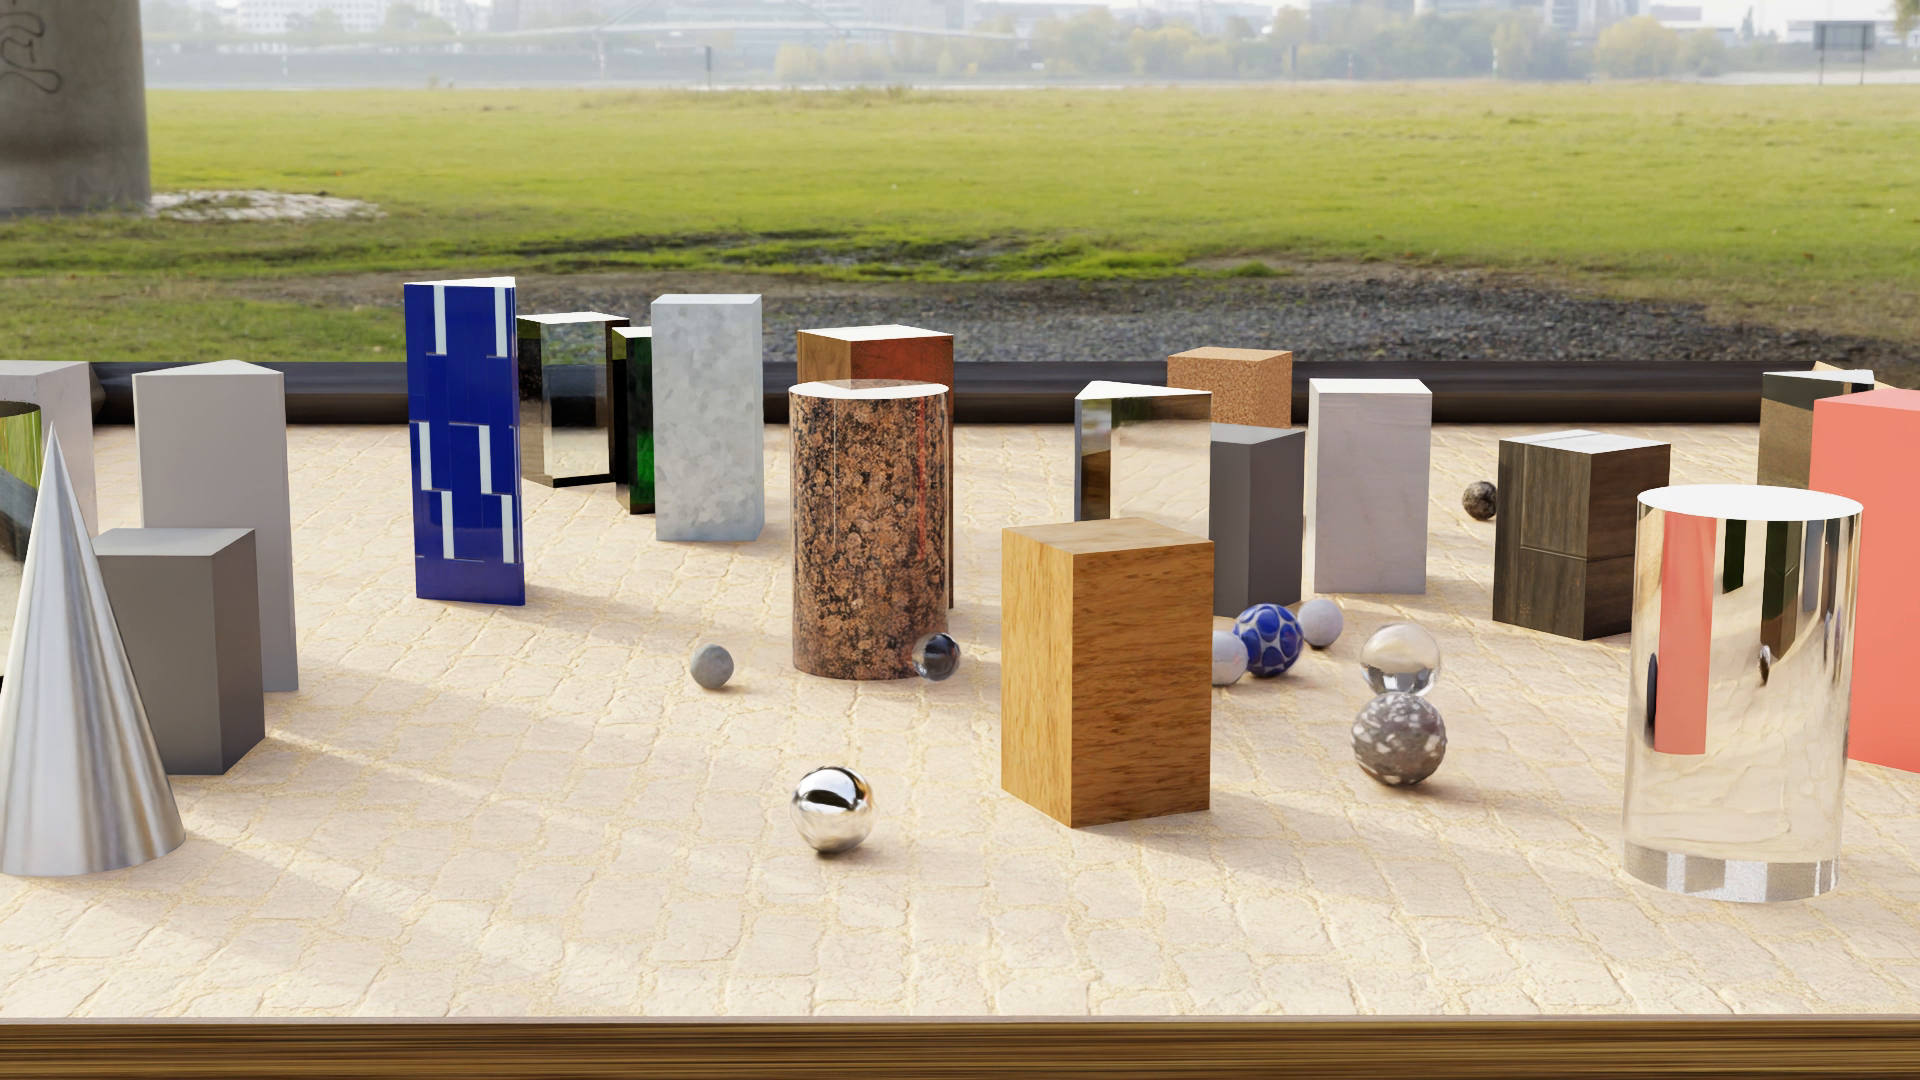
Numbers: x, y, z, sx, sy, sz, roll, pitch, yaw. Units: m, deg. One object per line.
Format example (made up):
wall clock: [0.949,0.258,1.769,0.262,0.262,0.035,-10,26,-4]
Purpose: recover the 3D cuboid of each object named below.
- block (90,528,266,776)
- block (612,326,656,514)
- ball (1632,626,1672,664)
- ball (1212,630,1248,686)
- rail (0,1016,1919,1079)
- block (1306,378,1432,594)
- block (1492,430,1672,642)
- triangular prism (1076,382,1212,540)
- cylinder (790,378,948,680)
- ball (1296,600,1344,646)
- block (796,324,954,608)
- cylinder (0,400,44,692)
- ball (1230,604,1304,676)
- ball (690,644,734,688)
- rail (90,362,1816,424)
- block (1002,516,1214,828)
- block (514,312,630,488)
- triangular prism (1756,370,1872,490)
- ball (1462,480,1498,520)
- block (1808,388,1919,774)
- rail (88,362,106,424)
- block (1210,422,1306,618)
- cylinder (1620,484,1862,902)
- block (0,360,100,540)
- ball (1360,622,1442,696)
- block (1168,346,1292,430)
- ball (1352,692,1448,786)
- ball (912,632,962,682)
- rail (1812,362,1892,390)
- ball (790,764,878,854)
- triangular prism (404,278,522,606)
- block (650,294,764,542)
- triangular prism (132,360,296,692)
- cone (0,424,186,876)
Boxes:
block: [-0.840,0.115,2.716,0.154,0.232,0.154,0,11,1]
block: [-0.486,-0.202,4.259,0.154,0.291,0.154,-3,11,-16]
ball: [0.850,0.129,3.153,0.046,0.046,0.046,0,11,0]
ball: [0.309,0.140,3.038,0.066,0.066,0.066,0,11,0]
rail: [0.010,0.363,1.672,3.530,0.125,0.045,0,11,0]
block: [0.574,-0.078,3.621,0.154,0.281,0.154,1,11,3]
block: [0.813,-0.009,3.360,0.154,0.242,0.154,-8,13,-35]
triangular prism: [0.186,-0.002,3.014,0.167,0.354,0.145,-4,11,-20]
cylinder: [-0.110,-0.016,3.130,0.193,0.339,0.193,0,11,0]
ball: [0.455,0.105,3.243,0.059,0.059,0.059,0,11,0]
block: [-0.114,-0.095,3.467,0.154,0.371,0.154,-6,12,-30]
cylinder: [-1.172,0.011,3.017,0.193,0.328,0.193,0,11,0]
ball: [0.369,0.120,3.086,0.088,0.088,0.088,0,11,0]
ball: [-0.293,0.149,3.025,0.053,0.053,0.053,0,11,0]
rail: [-0.010,-0.298,5.226,3.530,0.125,0.045,0,11,0]
block: [0.144,0.127,2.549,0.154,0.269,0.154,-5,12,-24]
block: [-0.685,-0.250,4.533,0.154,0.286,0.154,-7,13,-33]
triangular prism: [1.246,-0.089,3.646,0.145,0.294,0.167,-9,14,-41]
ball: [0.843,-0.064,4.145,0.063,0.063,0.063,0,11,0]
block: [1.009,0.039,2.730,0.154,0.377,0.154,-9,14,-41]
rail: [-1.741,0.034,3.439,0.045,0.125,3.663,0,11,0]
block: [0.361,-0.029,3.484,0.154,0.235,0.154,7,13,34]
cylinder: [0.704,0.133,2.320,0.193,0.341,0.193,0,11,0]
block: [-1.255,-0.064,3.407,0.154,0.332,0.154,1,11,6]
ball: [0.508,0.141,2.960,0.093,0.093,0.093,0,11,0]
block: [0.436,-0.170,4.159,0.154,0.265,0.154,5,12,27]
ball: [0.447,0.203,2.615,0.096,0.096,0.096,0,11,0]
ball: [-0.028,0.139,3.061,0.059,0.059,0.059,0,11,0]
rail: [1.741,0.030,3.459,0.045,0.125,3.663,0,11,0]
ball: [-0.118,0.251,2.396,0.082,0.082,0.082,0,11,0]
triangular prism: [-0.649,-0.141,3.545,0.167,0.433,0.145,4,11,19]
block: [-0.392,-0.193,4.006,0.154,0.367,0.154,0,11,1]
triangular prism: [-0.869,-0.019,3.049,0.167,0.375,0.145,-1,11,-4]
cone: [-0.832,0.089,2.387,0.193,0.404,0.193,0,11,0]
